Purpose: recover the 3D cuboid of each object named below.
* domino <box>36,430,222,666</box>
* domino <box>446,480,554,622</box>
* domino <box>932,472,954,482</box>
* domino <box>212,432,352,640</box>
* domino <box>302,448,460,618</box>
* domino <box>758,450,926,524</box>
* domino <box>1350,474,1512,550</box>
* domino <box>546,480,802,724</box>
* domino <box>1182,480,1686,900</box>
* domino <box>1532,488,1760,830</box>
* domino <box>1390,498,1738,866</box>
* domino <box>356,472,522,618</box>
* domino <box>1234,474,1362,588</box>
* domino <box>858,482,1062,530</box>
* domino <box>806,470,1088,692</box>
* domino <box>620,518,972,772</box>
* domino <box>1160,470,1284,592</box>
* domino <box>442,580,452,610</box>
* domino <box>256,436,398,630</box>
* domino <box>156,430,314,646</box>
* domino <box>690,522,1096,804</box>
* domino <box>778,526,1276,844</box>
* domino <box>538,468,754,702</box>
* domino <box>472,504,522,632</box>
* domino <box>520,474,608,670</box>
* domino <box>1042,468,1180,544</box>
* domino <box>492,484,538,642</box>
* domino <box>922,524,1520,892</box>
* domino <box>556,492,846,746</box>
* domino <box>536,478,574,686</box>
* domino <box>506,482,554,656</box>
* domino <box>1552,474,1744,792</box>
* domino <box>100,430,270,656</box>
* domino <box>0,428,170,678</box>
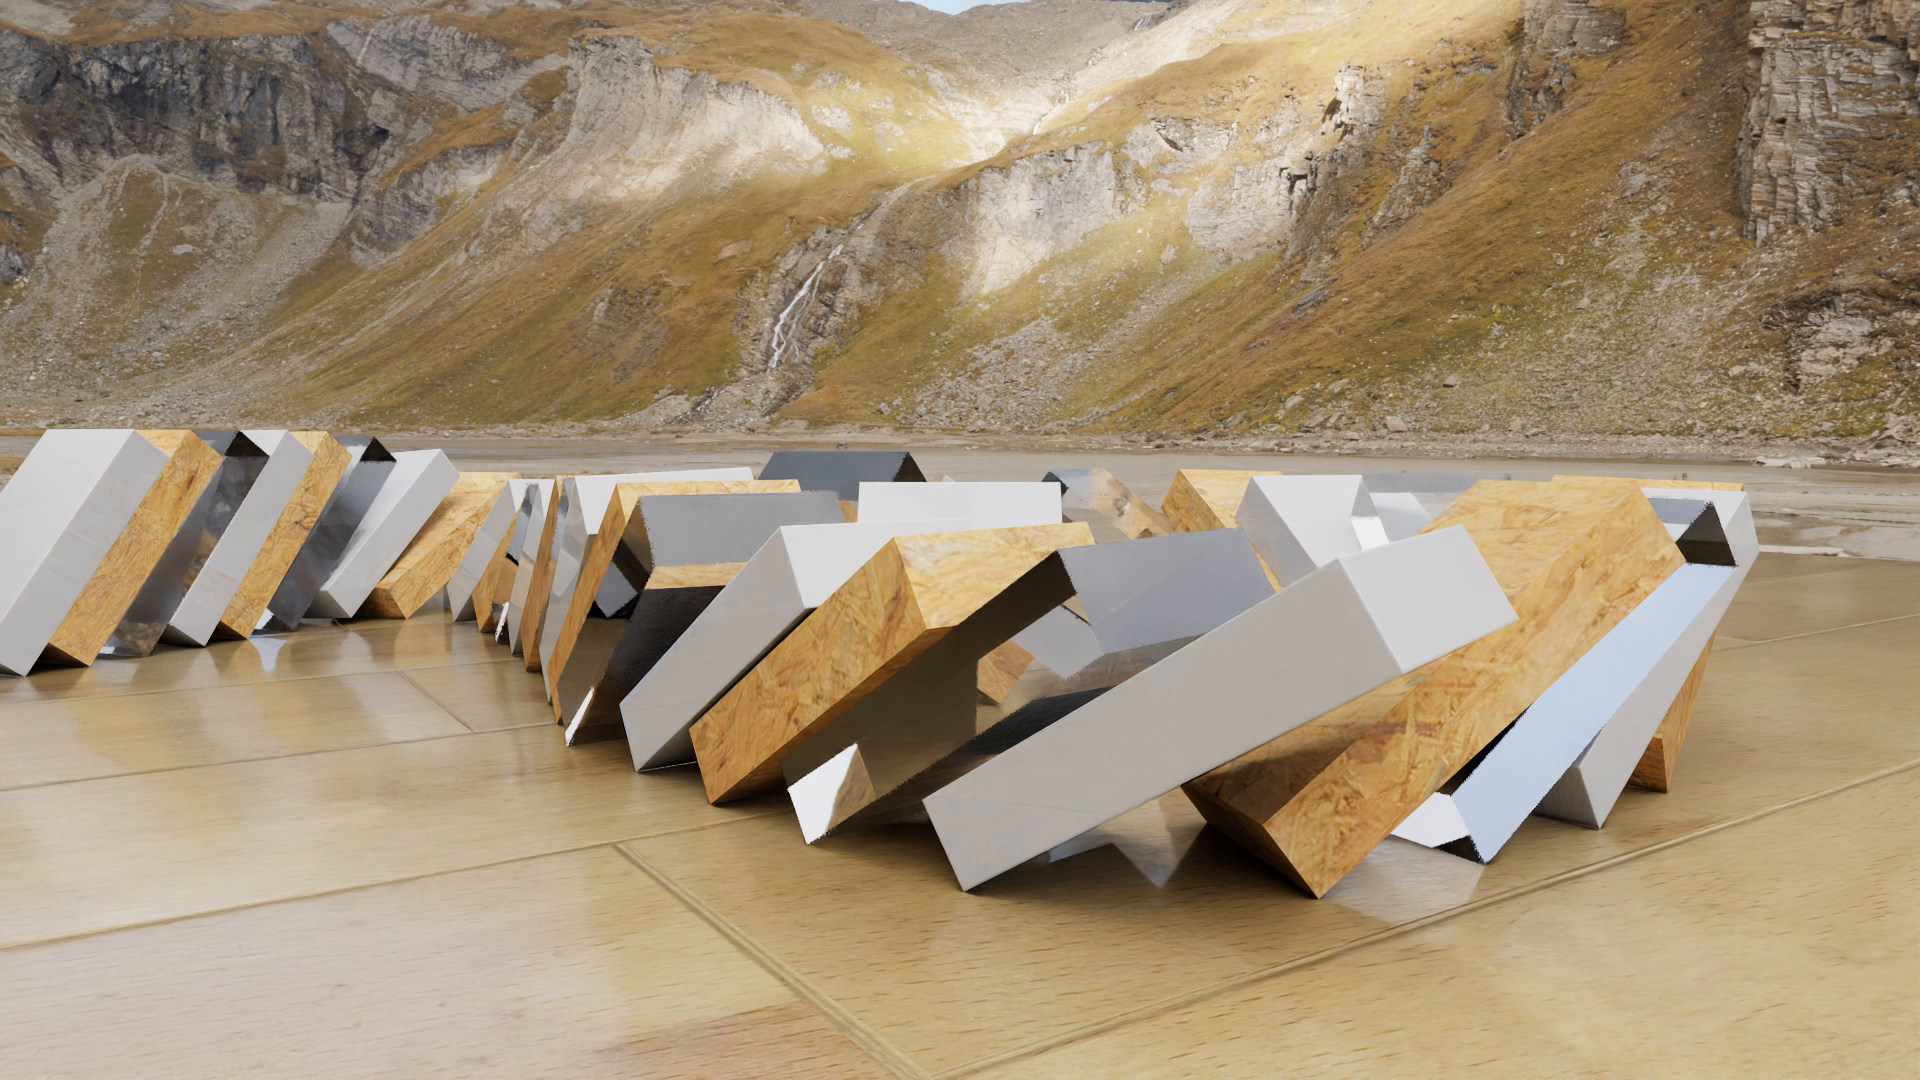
[{"bbox_3d":[-0.174,0.000,0.259,0.025,0.050,0.010,2,-33,21],"label":"domino"},{"bbox_3d":[-0.098,0.003,0.296,0.025,0.010,0.050,-2,-27,-39],"label":"domino"},{"bbox_3d":[0.014,0.006,0.234,0.050,0.009,0.025,36,1,-6],"label":"domino"},{"bbox_3d":[-0.163,-0.002,0.293,0.025,0.050,0.009,2,-33,21],"label":"domino"},{"bbox_3d":[-0.150,-0.002,0.321,0.025,0.010,0.050,-2,44,23],"label":"domino"},{"bbox_3d":[-0.010,0.007,0.202,0.025,0.009,0.050,3,-39,33],"label":"domino"},{"bbox_3d":[0.081,0.009,0.201,0.025,0.009,0.050,0,41,-1],"label":"domino"},{"bbox_3d":[-0.042,0.010,0.186,0.025,0.009,0.050,-3,-32,-31],"label":"domino"},{"bbox_3d":[0.047,0.013,0.135,0.050,0.010,0.025,-40,12,-8],"label":"domino"},{"bbox_3d":[0.077,0.012,0.161,0.050,0.009,0.025,-44,29,-28],"label":"domino"},{"bbox_3d":[0.063,0.013,0.148,0.050,0.009,0.025,-40,21,-21],"label":"domino"},{"bbox_3d":[-0.137,0.000,0.333,0.025,0.009,0.050,2,37,27],"label":"domino"},{"bbox_3d":[0.070,0.008,0.220,0.025,0.009,0.050,-2,40,-19],"label":"domino"},{"bbox_3d":[0.000,0.010,0.178,0.025,0.010,0.050,0,-33,0],"label":"domino"},{"bbox_3d":[-0.003,0.007,0.225,0.050,0.010,0.025,38,-8,-17],"label":"domino"},{"bbox_3d":[-0.021,0.014,0.158,0.025,0.010,0.050,-3,-26,-38],"label":"domino"},{"bbox_3d":[0.061,0.006,0.236,0.025,0.009,0.050,0,40,-28],"label":"domino"},{"bbox_3d":[-0.108,0.012,0.340,0.050,0.010,0.025,-3,5,-34],"label":"domino"},{"bbox_3d":[-0.158,-0.003,0.306,0.025,0.050,0.010,1,-36,21],"label":"domino"},{"bbox_3d":[-0.166,-0.001,0.281,0.025,0.050,0.010,1,-33,20],"label":"domino"},{"bbox_3d":[-0.008,0.015,0.143,0.025,0.010,0.050,-5,-25,-39],"label":"domino"},{"bbox_3d":[0.005,0.016,0.129,0.025,0.010,0.050,-6,-24,-41],"label":"domino"},{"bbox_3d":[-0.049,0.008,0.198,0.025,0.009,0.050,-5,-31,-27],"label":"domino"},{"bbox_3d":[-0.088,0.004,0.282,0.025,0.009,0.050,-3,-27,-37],"label":"domino"},{"bbox_3d":[-0.062,0.007,0.230,0.025,0.009,0.050,-2,-32,-28],"label":"domino"},{"bbox_3d":[0.038,0.006,0.243,0.050,0.010,0.025,42,22,21],"label":"domino"},{"bbox_3d":[-0.079,0.005,0.264,0.025,0.010,0.050,-2,-28,-30],"label":"domino"},{"bbox_3d":[0.022,0.016,0.117,0.025,0.009,0.050,-9,-22,-48],"label":"domino"},{"bbox_3d":[-0.035,0.011,0.171,0.025,0.009,0.050,-3,-30,-31],"label":"domino"},{"bbox_3d":[-0.055,0.007,0.214,0.025,0.010,0.050,-5,-31,-26],"label":"domino"},{"bbox_3d":[-0.071,0.006,0.247,0.025,0.010,0.050,-2,-29,-28],"label":"domino"},{"bbox_3d":[0.089,0.010,0.176,0.025,0.010,0.050,6,43,40],"label":"domino"},{"bbox_3d":[-0.170,0.000,0.270,0.025,0.050,0.009,2,-33,21],"label":"domino"},{"bbox_3d":[-0.178,0.001,0.248,0.025,0.050,0.010,2,-33,21],"label":"domino"}]
